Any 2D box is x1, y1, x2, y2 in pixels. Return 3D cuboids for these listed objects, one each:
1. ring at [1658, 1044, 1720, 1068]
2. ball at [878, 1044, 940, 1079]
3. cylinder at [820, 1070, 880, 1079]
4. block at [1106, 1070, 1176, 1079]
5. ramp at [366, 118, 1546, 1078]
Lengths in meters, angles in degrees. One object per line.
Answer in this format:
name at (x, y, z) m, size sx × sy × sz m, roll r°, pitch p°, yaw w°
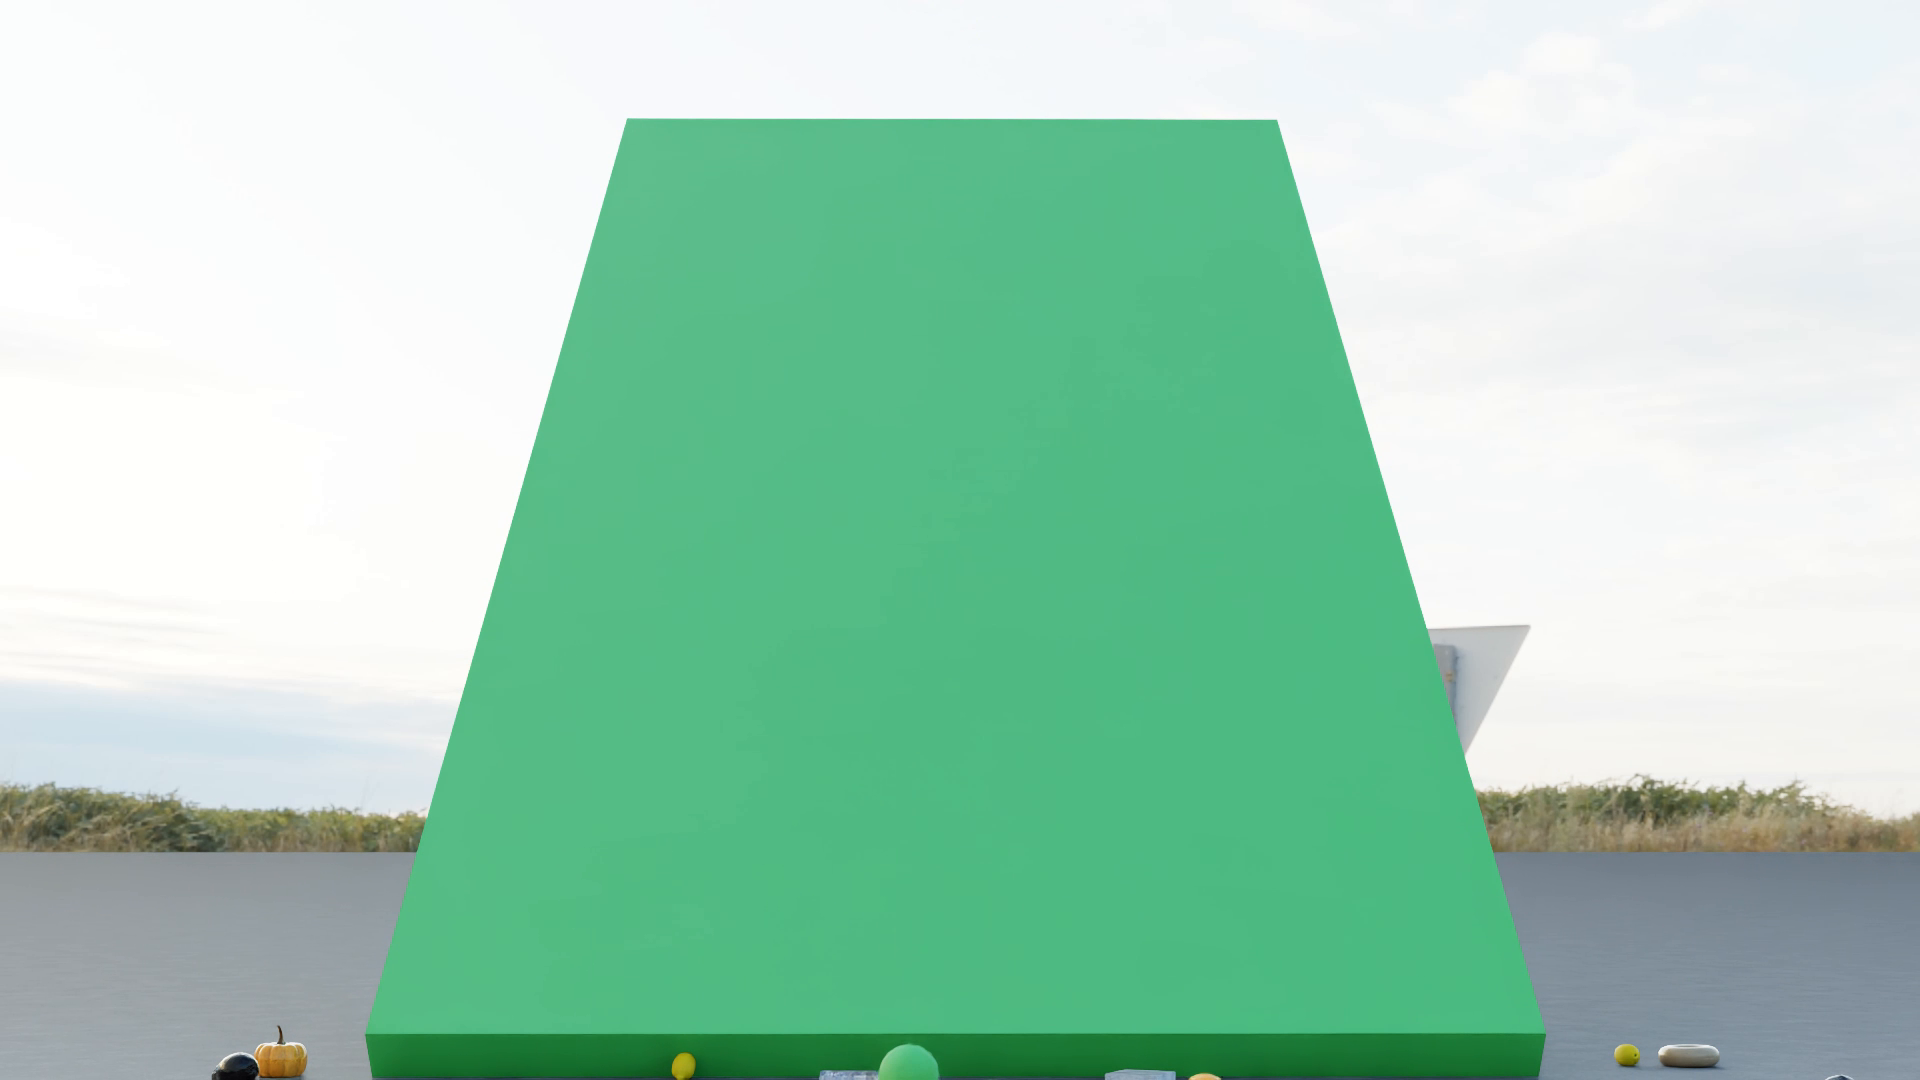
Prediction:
ring at (1.311, 0.929, 4.406) m, size 0.107 × 0.036 × 0.107 m, roll -1°, pitch -8°, yaw 0°
ball at (-0.069, 0.724, 3.313) m, size 0.082 × 0.082 × 0.082 m, roll 0°, pitch -7°, yaw 0°
cylinder at (-0.147, 0.772, 3.356) m, size 0.087 × 0.087 × 0.087 m, roll 0°, pitch -7°, yaw 3°
block at (0.254, 0.788, 3.446) m, size 0.076 × 0.076 × 0.076 m, roll -3°, pitch -8°, yaw 25°
ramp at (-0.015, -0.188, 5.864) m, size 2.000 × 0.100 × 4.000 m, roll 0°, pitch 32°, yaw 0°
